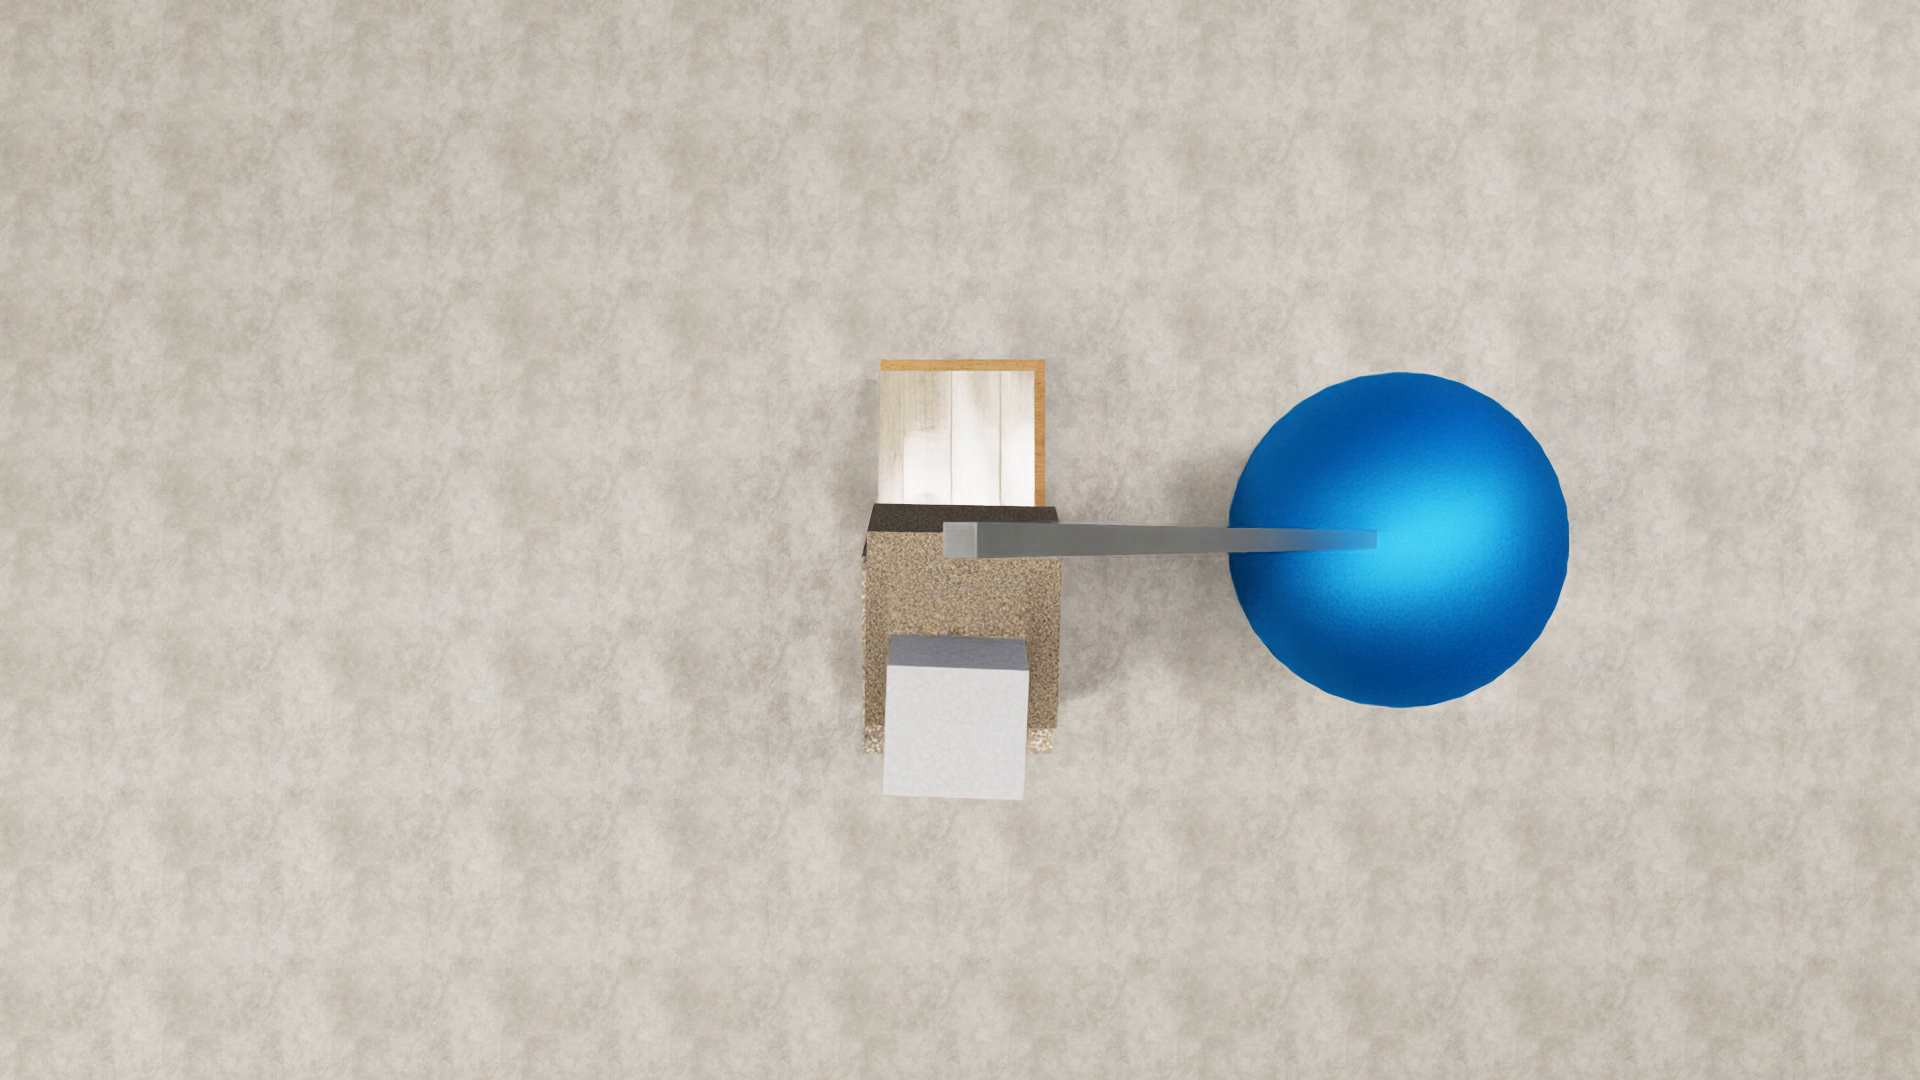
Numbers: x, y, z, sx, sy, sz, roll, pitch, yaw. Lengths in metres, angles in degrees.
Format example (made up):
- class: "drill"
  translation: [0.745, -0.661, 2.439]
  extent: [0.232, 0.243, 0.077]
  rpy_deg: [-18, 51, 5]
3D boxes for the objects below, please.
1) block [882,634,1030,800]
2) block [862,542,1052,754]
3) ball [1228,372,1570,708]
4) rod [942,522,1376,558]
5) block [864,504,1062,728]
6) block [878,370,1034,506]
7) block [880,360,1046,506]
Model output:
- class: "block"
  translation: [-0.019, 0.779, 9.793]
  extent: [0.610, 0.623, 0.577]
  rpy_deg: [2, 100, 0]
- class: "block"
  translation: [-0.012, 0.483, 11.475]
  extent: [0.948, 1.148, 1.001]
  rpy_deg: [0, 99, 0]
- class: "ball"
  translation: [2.074, 0.000, 10.460]
  extent: [1.600, 1.600, 1.600]
  rpy_deg: [0, 90, 0]
- class: "rod"
  translation: [0.899, 0.000, 7.269]
  extent: [0.080, 5.200, 0.080]
  rpy_deg: [0, 90, 20]
- class: "block"
  translation: [0.013, 0.344, 10.450]
  extent: [0.888, 0.820, 0.906]
  rpy_deg: [1, 100, 0]
- class: "block"
  translation: [-0.018, -0.506, 11.630]
  extent: [0.797, 0.688, 0.725]
  rpy_deg: [0, 90, 0]
- class: "block"
  translation: [0.015, -0.513, 12.487]
  extent: [0.896, 1.026, 0.938]
  rpy_deg: [0, 90, 0]
